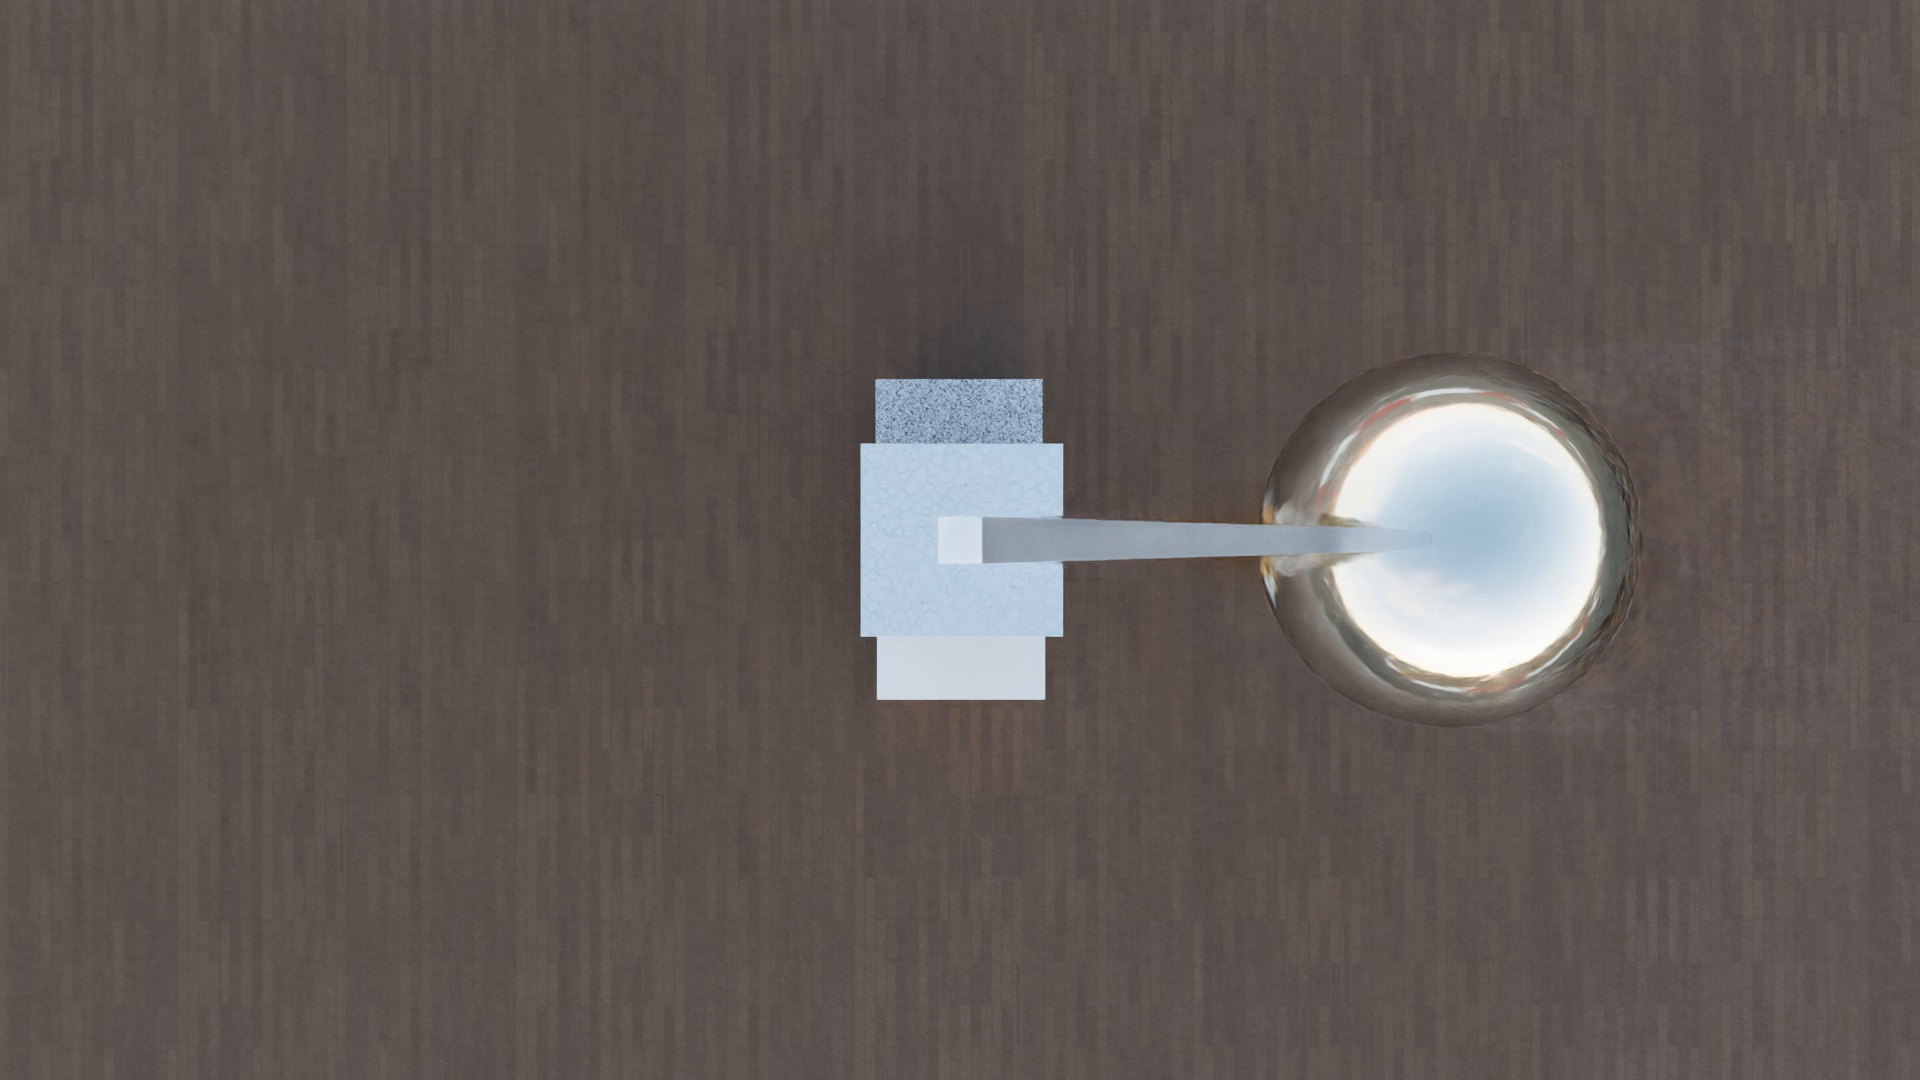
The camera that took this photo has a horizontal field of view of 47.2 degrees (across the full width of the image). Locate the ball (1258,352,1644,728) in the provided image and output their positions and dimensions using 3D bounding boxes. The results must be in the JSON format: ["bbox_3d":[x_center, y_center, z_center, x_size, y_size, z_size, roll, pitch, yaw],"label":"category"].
[{"bbox_3d":[2.074,0.000,9.372,1.600,1.600,1.600,0,90,0],"label":"ball"}]

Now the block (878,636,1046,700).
[{"bbox_3d":[0.006,0.462,12.587,0.930,0.826,0.843,0,90,0],"label":"block"}]

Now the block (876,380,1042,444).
[{"bbox_3d":[-0.005,-0.426,12.532,0.915,0.935,0.913,0,90,0],"label":"block"}]

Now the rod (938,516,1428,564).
[{"bbox_3d":[0.899,0.000,6.182,0.080,5.200,0.080,0,90,20],"label":"rod"}]

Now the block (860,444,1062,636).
[{"bbox_3d":[0.007,0.000,7.913,0.696,0.685,0.664,0,90,0],"label":"block"}]
